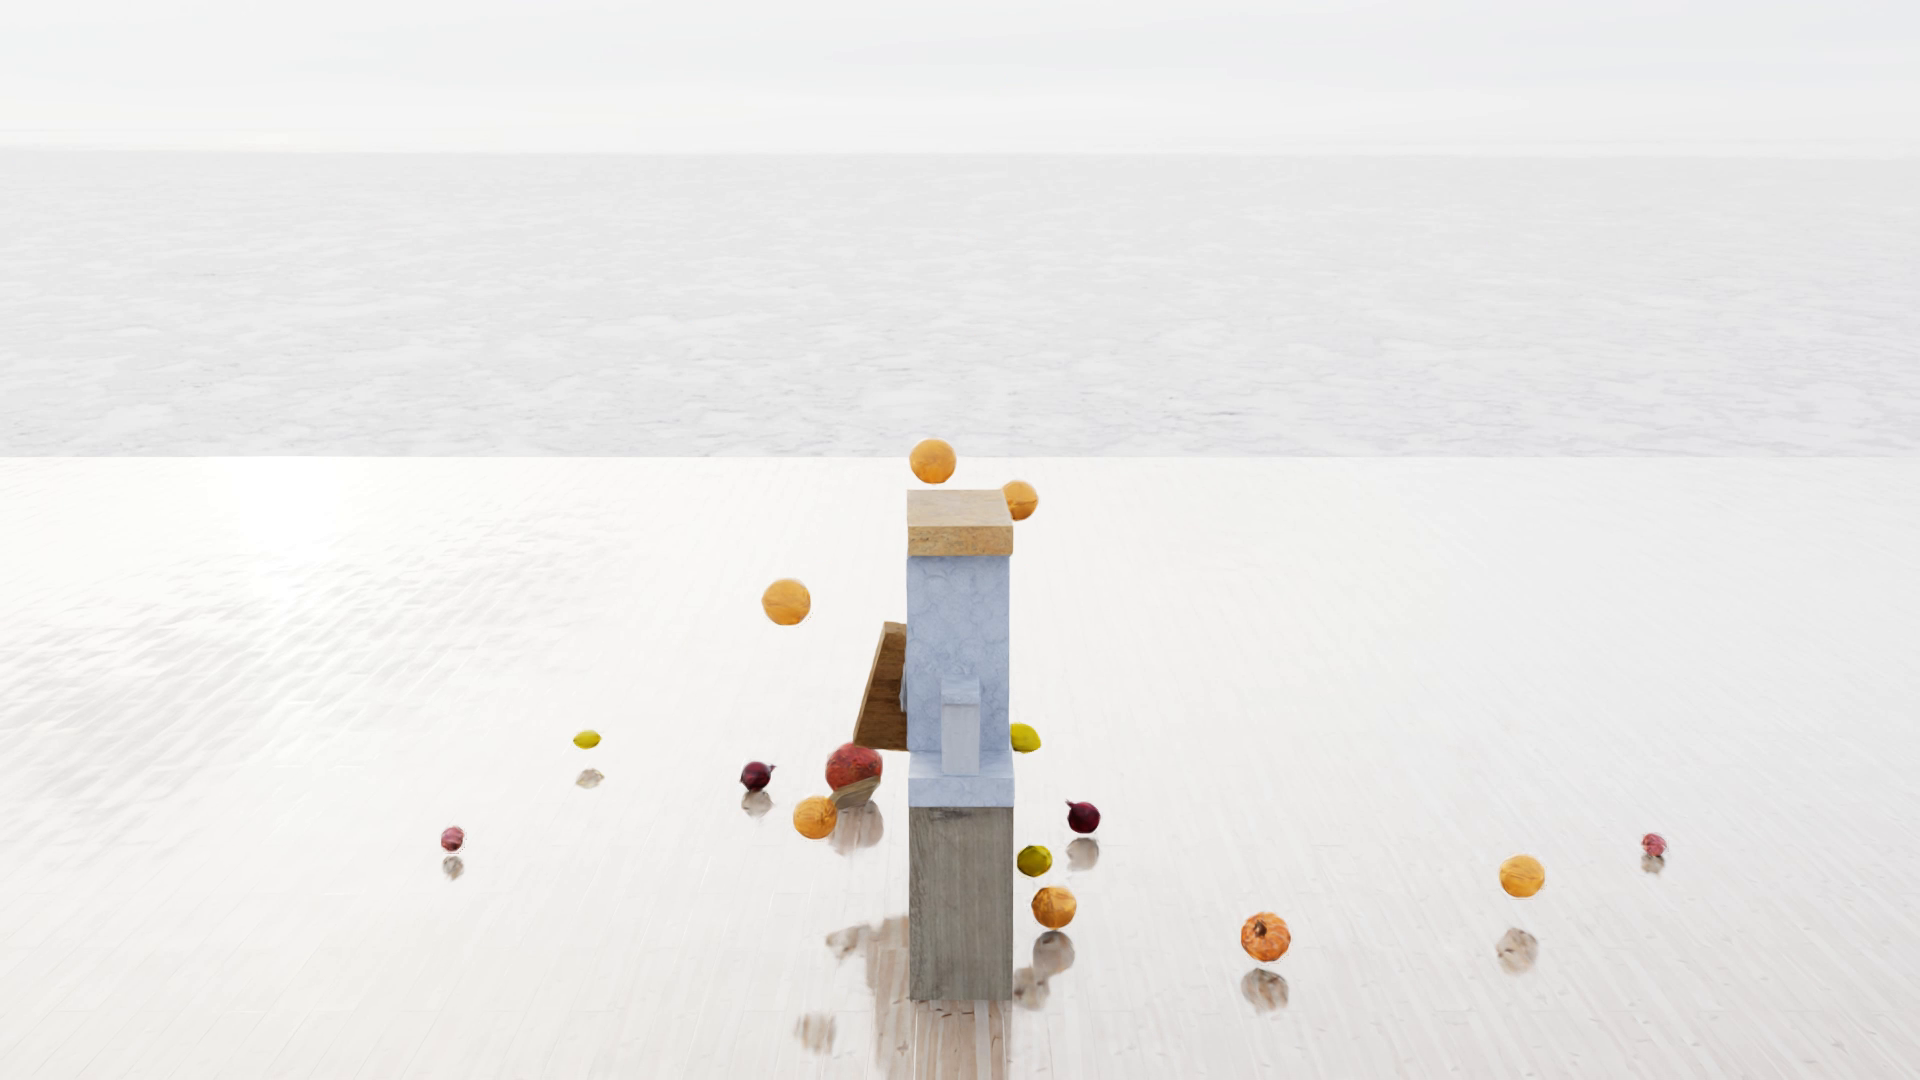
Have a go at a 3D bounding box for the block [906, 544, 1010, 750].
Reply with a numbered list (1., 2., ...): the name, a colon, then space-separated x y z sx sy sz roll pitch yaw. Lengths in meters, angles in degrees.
1. block: -0.003 0.159 3.258 0.152 0.303 0.043 0 12 0

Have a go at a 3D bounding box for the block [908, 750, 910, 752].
1. block: -0.003 0.153 3.428 0.152 0.358 0.043 1 12 5

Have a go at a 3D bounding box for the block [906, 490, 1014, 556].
1. block: -0.003 -0.029 3.314 0.152 0.043 0.303 0 11 -2

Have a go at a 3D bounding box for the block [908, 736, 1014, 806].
1. block: 0.002 0.332 3.281 0.152 0.043 0.303 0 11 0

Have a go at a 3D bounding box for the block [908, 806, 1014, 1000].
1. block: 0.002 0.520 3.213 0.152 0.303 0.043 0 11 0

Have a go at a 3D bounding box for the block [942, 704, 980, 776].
1. block: 0.001 0.282 3.137 0.054 0.108 0.015 0 10 0

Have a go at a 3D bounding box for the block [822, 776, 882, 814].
1. block: -0.186 0.437 3.771 0.108 0.054 0.015 -11 56 -52

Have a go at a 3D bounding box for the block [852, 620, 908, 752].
1. block: -0.107 0.262 3.881 0.112 0.269 0.032 7 36 -13

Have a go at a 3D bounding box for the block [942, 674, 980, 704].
1. block: 0.001 0.214 3.162 0.054 0.015 0.108 0 11 0

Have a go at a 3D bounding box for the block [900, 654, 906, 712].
1. block: -0.039 0.222 3.771 0.112 0.032 0.223 -4 -33 -8
